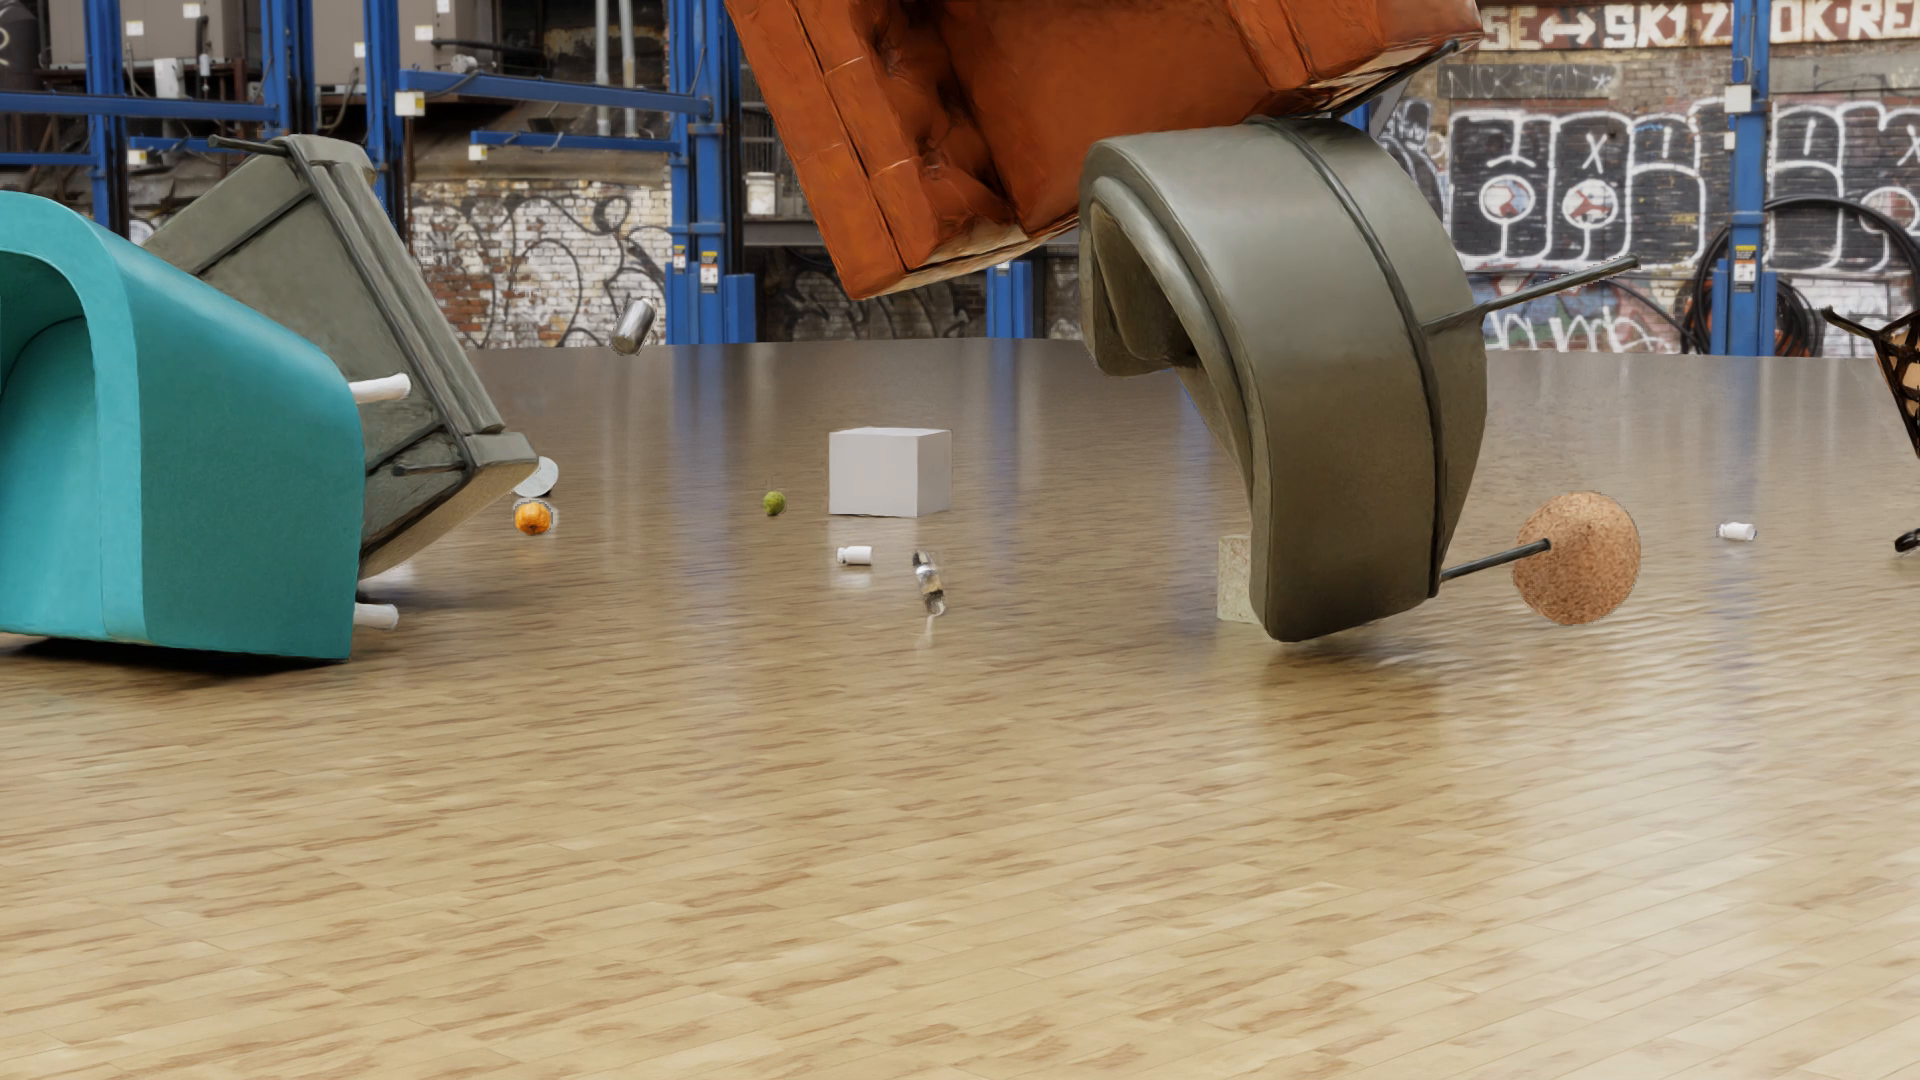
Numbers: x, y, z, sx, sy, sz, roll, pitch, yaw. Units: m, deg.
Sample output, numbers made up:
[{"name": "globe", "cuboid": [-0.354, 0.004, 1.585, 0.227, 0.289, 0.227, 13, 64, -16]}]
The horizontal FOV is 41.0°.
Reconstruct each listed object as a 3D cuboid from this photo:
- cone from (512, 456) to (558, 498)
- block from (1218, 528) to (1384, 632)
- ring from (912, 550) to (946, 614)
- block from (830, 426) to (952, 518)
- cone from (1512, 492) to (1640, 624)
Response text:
[{"name": "cone", "cuboid": [-1.257, -0.164, 7.717, 0.179, 0.143, 0.090, 30, -18, 40]}, {"name": "block", "cuboid": [0.651, 0.074, 4.904, 0.238, 0.159, 0.206, 7, 9, 44]}, {"name": "ring", "cuboid": [-0.060, 0.083, 5.008, 0.039, 0.128, 0.148, -17, 19, -2]}, {"name": "block", "cuboid": [-0.192, -0.191, 7.163, 0.255, 0.223, 0.303, 3, 6, 17]}, {"name": "cone", "cuboid": [1.162, 0.000, 4.784, 0.230, 0.302, 0.126, 22, -29, 13]}]
